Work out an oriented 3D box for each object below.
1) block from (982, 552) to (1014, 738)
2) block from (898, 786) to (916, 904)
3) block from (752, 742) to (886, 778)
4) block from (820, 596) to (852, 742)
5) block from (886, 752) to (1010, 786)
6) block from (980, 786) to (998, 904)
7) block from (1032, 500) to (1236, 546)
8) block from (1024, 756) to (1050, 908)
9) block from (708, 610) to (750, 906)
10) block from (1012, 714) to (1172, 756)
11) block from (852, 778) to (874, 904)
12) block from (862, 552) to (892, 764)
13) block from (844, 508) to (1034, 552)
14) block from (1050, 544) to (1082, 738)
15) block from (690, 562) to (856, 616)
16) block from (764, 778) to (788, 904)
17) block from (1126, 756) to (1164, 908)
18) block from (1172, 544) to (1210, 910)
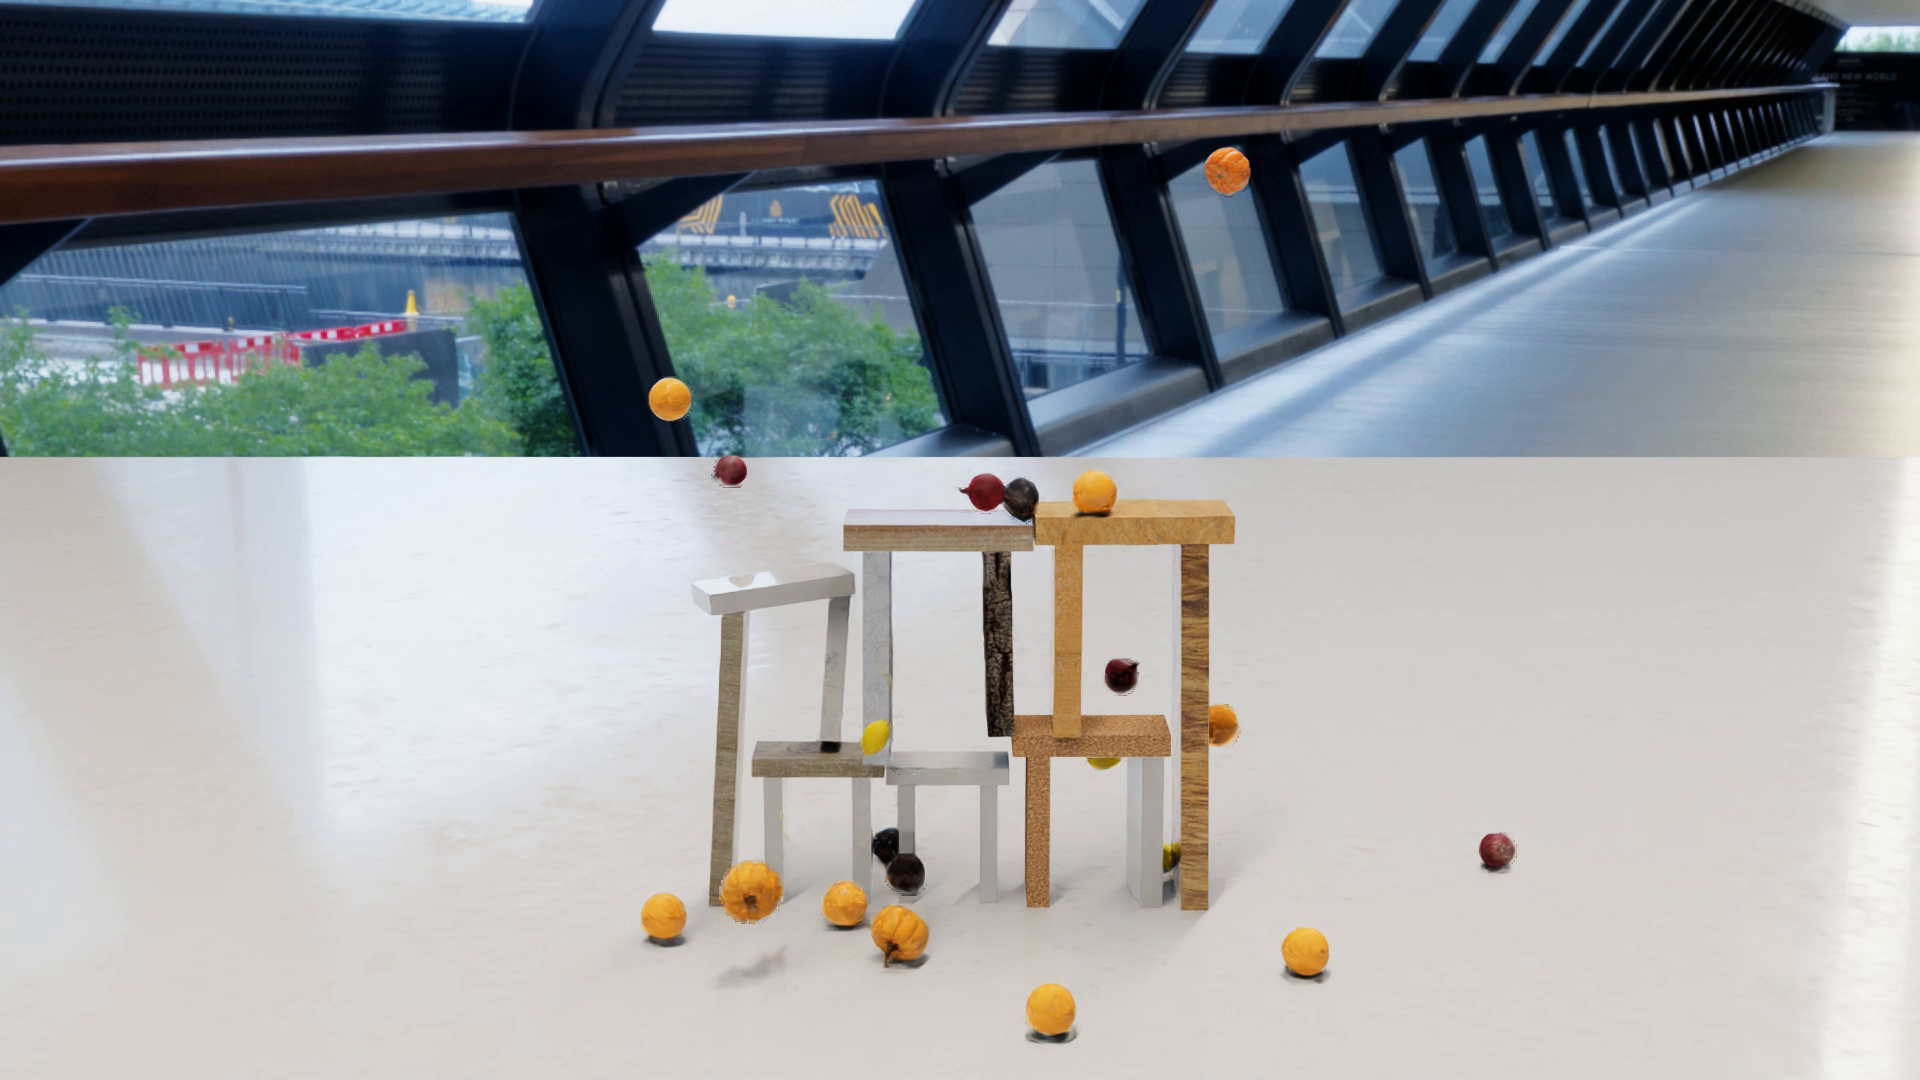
[{"bbox_3d":[0.062,0.155,3.589,0.043,0.302,0.151,-2,11,-1],"label":"block"},{"bbox_3d":[-0.087,0.490,3.655,0.029,0.202,0.101,0,11,0],"label":"block"},{"bbox_3d":[-0.232,0.362,3.631,0.215,0.030,0.108,0,10,0],"label":"block"},{"bbox_3d":[-0.208,0.214,3.675,0.035,0.244,0.122,4,-5,-2],"label":"block"},{"bbox_3d":[-0.020,0.377,3.634,0.202,0.029,0.101,0,11,0],"label":"block"},{"bbox_3d":[0.047,0.490,3.655,0.029,0.202,0.101,0,11,0],"label":"block"},{"bbox_3d":[0.277,-0.029,3.554,0.315,0.045,0.157,0,11,0],"label":"block"},{"bbox_3d":[0.128,0.465,3.643,0.036,0.256,0.128,0,11,0],"label":"block"},{"bbox_3d":[-0.379,0.349,3.622,0.035,0.489,0.122,4,11,-1],"label":"block"},{"bbox_3d":[0.213,0.321,3.616,0.256,0.036,0.128,0,11,0],"label":"block"},{"bbox_3d":[-0.161,0.483,3.655,0.030,0.215,0.108,0,10,0],"label":"block"},{"bbox_3d":[-0.134,0.177,3.591,0.043,0.349,0.151,1,10,0],"label":"block"},{"bbox_3d":[-0.034,-0.016,3.561,0.302,0.043,0.151,0,11,0],"label":"block"},{"bbox_3d":[0.172,0.148,3.586,0.045,0.315,0.158,0,11,0],"label":"block"},{"bbox_3d":[-0.307,0.079,3.606,0.244,0.035,0.122,-8,11,-20],"label":"block"},{"bbox_3d":[-0.305,0.483,3.654,0.030,0.215,0.108,0,11,0],"label":"block"},{"bbox_3d":[0.306,0.465,3.641,0.036,0.256,0.128,-1,11,-6],"label":"block"},{"bbox_3d":[0.377,0.292,3.611,0.045,0.607,0.158,-1,11,0],"label":"block"}]
